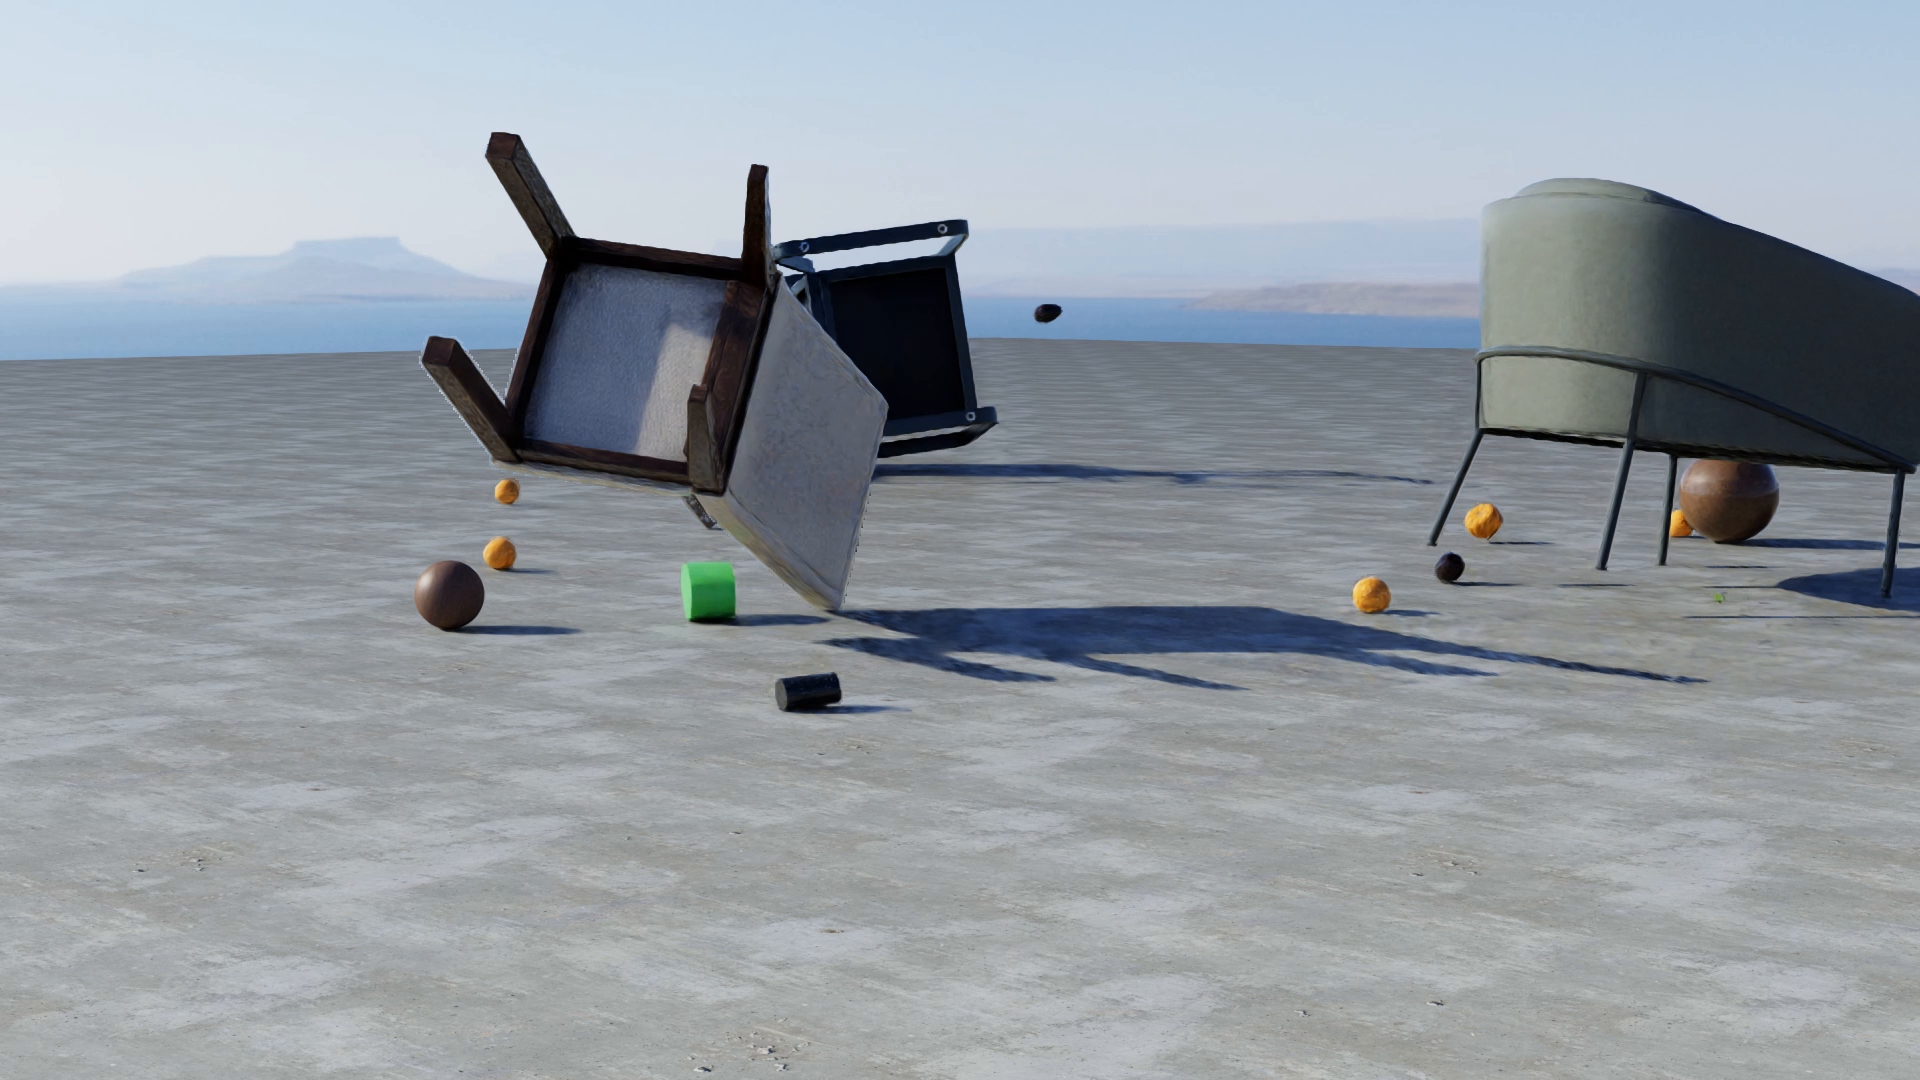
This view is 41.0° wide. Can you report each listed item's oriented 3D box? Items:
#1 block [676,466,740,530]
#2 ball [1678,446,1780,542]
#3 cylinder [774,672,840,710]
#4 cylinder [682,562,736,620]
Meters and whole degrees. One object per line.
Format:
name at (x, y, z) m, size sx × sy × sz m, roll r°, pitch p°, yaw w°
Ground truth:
block at (-0.657, -0.111, 6.684) m, size 0.109 × 0.119 × 0.049 m, roll -42°, pitch 22°, yaw -11°
ball at (1.898, -0.113, 6.336) m, size 0.240 × 0.240 × 0.240 m, roll 0°, pitch 6°, yaw 0°
cylinder at (-0.232, 0.231, 3.911) m, size 0.087 × 0.049 × 0.057 m, roll -6°, pitch 3°, yaw -22°
cylinder at (-0.484, 0.098, 4.934) m, size 0.084 × 0.106 × 0.154 m, roll -1°, pitch 14°, yaw -13°
